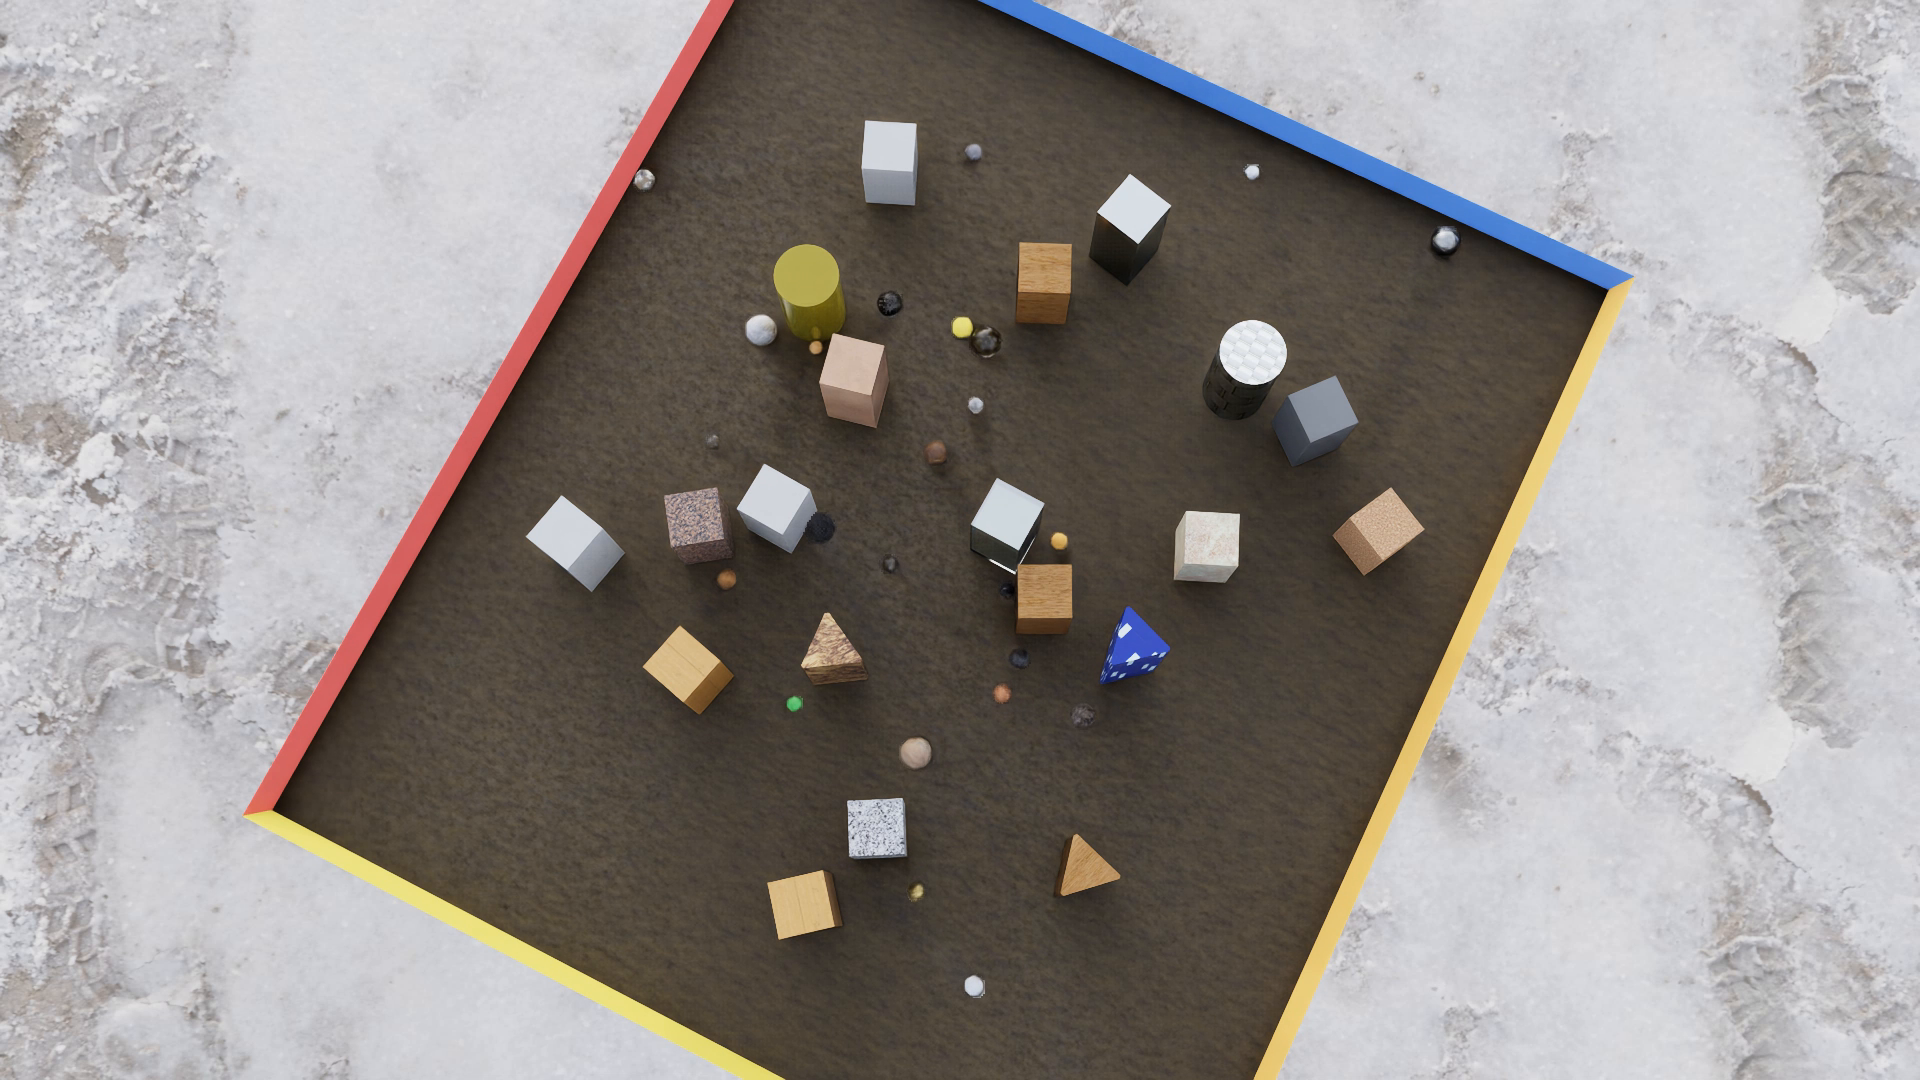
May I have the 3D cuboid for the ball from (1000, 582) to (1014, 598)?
[{"bbox_3d":[0.143,0.151,5.561,0.047,0.047,0.047,0,78,0],"label":"ball"}]

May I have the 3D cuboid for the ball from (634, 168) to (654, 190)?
[{"bbox_3d":[-1.004,-1.144,5.819,0.067,0.067,0.067,0,78,0],"label":"ball"}]

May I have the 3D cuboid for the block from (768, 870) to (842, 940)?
[{"bbox_3d":[-0.438,1.040,5.217,0.156,0.360,0.156,-13,79,-3],"label":"block"}]

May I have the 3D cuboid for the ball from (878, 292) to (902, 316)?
[{"bbox_3d":[-0.219,-0.738,5.729,0.080,0.080,0.080,0,78,0],"label":"ball"}]

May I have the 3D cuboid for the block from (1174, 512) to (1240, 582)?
[{"bbox_3d":[0.735,0.023,5.476,0.156,0.266,0.156,3,78,1],"label":"block"}]

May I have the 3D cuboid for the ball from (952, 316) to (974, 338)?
[{"bbox_3d":[0.008,-0.664,5.720,0.066,0.066,0.066,0,78,0],"label":"ball"}]

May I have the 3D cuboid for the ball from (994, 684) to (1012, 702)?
[{"bbox_3d":[0.128,0.458,5.494,0.055,0.055,0.055,0,78,0],"label":"ball"}]

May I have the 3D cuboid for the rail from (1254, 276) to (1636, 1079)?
[{"bbox_3d":[1.317,0.652,5.416,0.045,0.126,3.341,26,80,5],"label":"rail"}]

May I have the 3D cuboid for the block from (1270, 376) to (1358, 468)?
[{"bbox_3d":[1.068,-0.355,5.535,0.156,0.303,0.156,-23,79,-5],"label":"block"}]

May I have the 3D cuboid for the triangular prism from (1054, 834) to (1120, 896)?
[{"bbox_3d":[0.339,0.919,5.229,0.169,0.386,0.146,-16,79,-3],"label":"triangular prism"}]

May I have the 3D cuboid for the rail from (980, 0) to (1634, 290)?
[{"bbox_3d":[0.736,-1.436,5.848,2.993,0.126,0.045,26,80,5],"label":"rail"}]

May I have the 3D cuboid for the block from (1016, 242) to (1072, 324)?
[{"bbox_3d":[0.255,-0.786,5.632,0.156,0.288,0.156,2,78,0],"label":"block"}]

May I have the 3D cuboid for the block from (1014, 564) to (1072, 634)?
[{"bbox_3d":[0.245,0.178,5.427,0.156,0.298,0.156,0,78,0],"label":"block"}]

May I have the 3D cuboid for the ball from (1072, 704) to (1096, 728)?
[{"bbox_3d":[0.370,0.523,5.472,0.072,0.072,0.072,0,78,0],"label":"ball"}]

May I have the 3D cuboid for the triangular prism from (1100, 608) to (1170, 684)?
[{"bbox_3d":[0.487,0.300,5.331,0.169,0.437,0.146,-13,79,-3],"label":"triangular prism"}]

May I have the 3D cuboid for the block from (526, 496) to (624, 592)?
[{"bbox_3d":[-1.135,0.015,5.430,0.156,0.358,0.156,38,81,7],"label":"block"}]

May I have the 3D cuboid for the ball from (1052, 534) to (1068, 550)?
[{"bbox_3d":[0.304,0.005,5.589,0.051,0.051,0.051,0,78,0],"label":"ball"}]

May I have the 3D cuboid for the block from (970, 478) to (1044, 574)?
[{"bbox_3d":[0.137,-0.037,5.434,0.156,0.373,0.156,28,80,6],"label":"block"}]

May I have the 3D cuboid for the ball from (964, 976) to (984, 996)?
[{"bbox_3d":[0.040,1.294,5.320,0.056,0.056,0.056,0,78,0],"label":"ball"}]

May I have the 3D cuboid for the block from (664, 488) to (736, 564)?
[{"bbox_3d":[-0.777,-0.039,5.485,0.156,0.274,0.156,-9,78,-2],"label":"block"}]

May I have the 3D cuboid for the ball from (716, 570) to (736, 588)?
[{"bbox_3d":[-0.711,0.119,5.562,0.059,0.059,0.059,0,78,0],"label":"ball"}]

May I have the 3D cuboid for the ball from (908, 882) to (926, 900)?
[{"bbox_3d":[-0.126,1.029,5.378,0.049,0.049,0.049,0,78,0],"label":"ball"}]

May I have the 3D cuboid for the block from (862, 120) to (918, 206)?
[{"bbox_3d":[-0.217,-1.174,5.722,0.156,0.270,0.156,4,78,1],"label":"block"}]

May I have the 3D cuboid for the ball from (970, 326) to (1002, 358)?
[{"bbox_3d":[0.082,-0.617,5.695,0.097,0.097,0.097,0,78,0],"label":"ball"}]

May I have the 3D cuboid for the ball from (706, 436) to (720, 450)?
[{"bbox_3d":[-0.763,-0.302,5.657,0.044,0.044,0.044,0,78,0],"label":"ball"}]

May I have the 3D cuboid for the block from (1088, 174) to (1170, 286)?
[{"bbox_3d":[0.517,-0.945,5.621,0.156,0.373,0.156,39,81,7],"label":"block"}]

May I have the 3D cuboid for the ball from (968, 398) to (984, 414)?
[{"bbox_3d":[0.049,-0.416,5.679,0.047,0.047,0.047,0,78,0],"label":"ball"}]

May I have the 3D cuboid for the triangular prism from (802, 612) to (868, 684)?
[{"bbox_3d":[-0.369,0.315,5.356,0.169,0.382,0.146,-6,78,-1],"label":"triangular prism"}]

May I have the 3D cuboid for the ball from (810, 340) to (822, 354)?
[{"bbox_3d":[-0.449,-0.601,5.719,0.042,0.042,0.042,0,78,0],"label":"ball"}]

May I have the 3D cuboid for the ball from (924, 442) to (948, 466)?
[{"bbox_3d":[-0.072,-0.265,5.634,0.073,0.073,0.073,0,78,0],"label":"ball"}]

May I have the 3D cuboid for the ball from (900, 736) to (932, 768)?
[{"bbox_3d":[-0.130,0.632,5.438,0.094,0.094,0.094,0,78,0],"label":"ball"}]

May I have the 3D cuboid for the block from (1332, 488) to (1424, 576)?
[{"bbox_3d":[1.251,-0.023,5.492,0.156,0.253,0.156,-35,80,-7],"label":"block"}]

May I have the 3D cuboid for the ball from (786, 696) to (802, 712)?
[{"bbox_3d":[-0.497,0.491,5.492,0.044,0.044,0.044,0,78,0],"label":"ball"}]

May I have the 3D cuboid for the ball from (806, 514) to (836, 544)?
[{"bbox_3d":[-0.425,-0.035,5.576,0.089,0.089,0.089,0,78,0],"label":"ball"}]

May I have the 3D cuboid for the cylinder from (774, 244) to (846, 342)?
[{"bbox_3d":[-0.455,-0.750,5.598,0.195,0.340,0.195,0,78,0],"label":"cylinder"}]

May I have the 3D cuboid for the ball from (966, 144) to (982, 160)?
[{"bbox_3d":[0.043,-1.238,5.846,0.051,0.051,0.051,0,78,0],"label":"ball"}]

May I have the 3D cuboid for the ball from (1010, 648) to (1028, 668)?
[{"bbox_3d":[0.177,0.356,5.513,0.058,0.058,0.058,0,78,0],"label":"ball"}]

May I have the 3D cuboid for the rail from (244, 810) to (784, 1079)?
[{"bbox_3d":[-0.736,1.449,5.251,2.993,0.126,0.045,26,80,5],"label":"rail"}]

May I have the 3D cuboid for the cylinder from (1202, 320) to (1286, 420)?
[{"bbox_3d":[0.853,-0.507,5.523,0.195,0.389,0.195,0,78,0],"label":"cylinder"}]

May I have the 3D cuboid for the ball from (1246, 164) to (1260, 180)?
[{"bbox_3d":[0.932,-1.172,5.836,0.045,0.045,0.045,0,78,0],"label":"ball"}]

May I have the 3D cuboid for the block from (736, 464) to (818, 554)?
[{"bbox_3d":[-0.545,-0.091,5.490,0.156,0.284,0.156,29,80,6],"label":"block"}]

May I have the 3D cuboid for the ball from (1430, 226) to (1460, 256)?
[{"bbox_3d":[1.526,-0.939,5.765,0.091,0.091,0.091,0,78,0],"label":"ball"}]

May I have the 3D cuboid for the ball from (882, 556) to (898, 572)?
[{"bbox_3d":[-0.213,0.074,5.575,0.052,0.052,0.052,0,78,0],"label":"ball"}]

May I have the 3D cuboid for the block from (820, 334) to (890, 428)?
[{"bbox_3d":[-0.316,-0.477,5.531,0.156,0.361,0.156,14,79,3],"label":"block"}]

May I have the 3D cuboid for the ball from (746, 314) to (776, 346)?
[{"bbox_3d":[-0.618,-0.653,5.703,0.096,0.096,0.096,0,78,0],"label":"ball"}]

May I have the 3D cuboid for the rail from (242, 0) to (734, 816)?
[{"bbox_3d":[-1.317,-0.638,5.683,0.045,0.126,3.341,26,80,5],"label":"rail"}]

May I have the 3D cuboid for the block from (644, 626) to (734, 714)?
[{"bbox_3d":[-0.791,0.385,5.368,0.156,0.331,0.156,40,81,8],"label":"block"}]

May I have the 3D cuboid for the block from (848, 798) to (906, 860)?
[{"bbox_3d":[-0.238,0.839,5.314,0.156,0.251,0.156,-3,78,-1],"label":"block"}]
